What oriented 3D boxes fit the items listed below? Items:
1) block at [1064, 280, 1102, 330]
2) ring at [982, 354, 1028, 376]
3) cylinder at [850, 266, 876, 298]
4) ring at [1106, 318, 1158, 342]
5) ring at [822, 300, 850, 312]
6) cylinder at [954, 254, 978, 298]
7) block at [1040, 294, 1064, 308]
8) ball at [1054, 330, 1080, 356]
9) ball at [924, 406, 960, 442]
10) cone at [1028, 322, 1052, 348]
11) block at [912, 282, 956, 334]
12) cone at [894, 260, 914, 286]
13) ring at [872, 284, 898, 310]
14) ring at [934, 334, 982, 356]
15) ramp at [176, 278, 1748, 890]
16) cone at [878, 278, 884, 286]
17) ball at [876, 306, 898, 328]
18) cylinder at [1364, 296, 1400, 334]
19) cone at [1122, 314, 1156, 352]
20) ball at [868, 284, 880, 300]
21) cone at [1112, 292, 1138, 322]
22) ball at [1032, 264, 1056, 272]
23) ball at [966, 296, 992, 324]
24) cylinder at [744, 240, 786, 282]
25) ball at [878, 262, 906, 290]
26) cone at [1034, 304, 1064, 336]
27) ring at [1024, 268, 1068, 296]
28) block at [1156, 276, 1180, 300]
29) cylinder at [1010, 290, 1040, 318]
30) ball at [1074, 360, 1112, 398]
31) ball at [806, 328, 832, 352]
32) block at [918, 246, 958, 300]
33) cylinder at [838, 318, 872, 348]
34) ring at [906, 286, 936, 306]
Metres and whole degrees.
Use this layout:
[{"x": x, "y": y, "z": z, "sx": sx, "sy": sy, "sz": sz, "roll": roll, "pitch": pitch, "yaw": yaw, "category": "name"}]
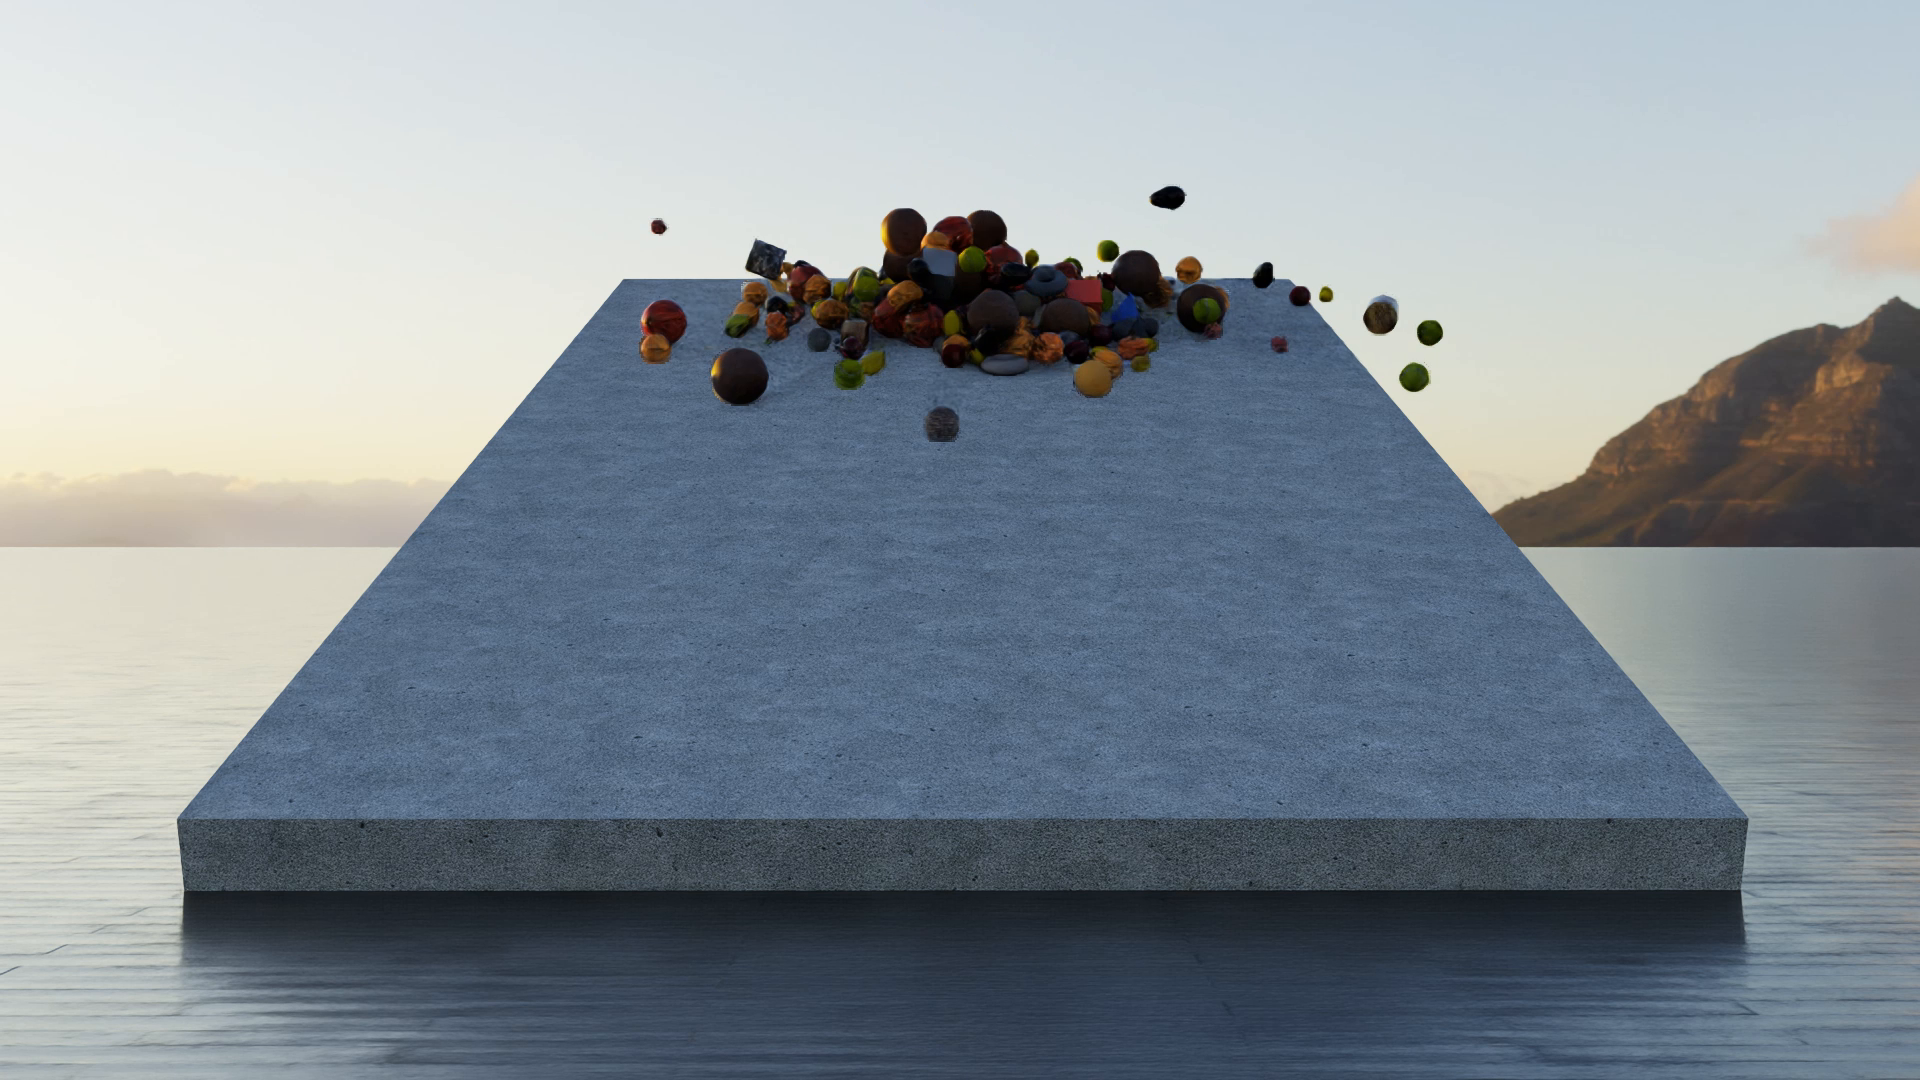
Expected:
[{"x": 0.326, "y": -0.622, "z": 5.880, "sx": 0.094, "sy": 0.094, "sz": 0.094, "roll": 1, "pitch": 44, "yaw": -1, "category": "block"}, {"x": 0.107, "y": -0.424, "z": 5.372, "sx": 0.112, "sy": 0.037, "sz": 0.112, "roll": -1, "pitch": 16, "yaw": 0, "category": "ring"}, {"x": -0.279, "y": -0.740, "z": 6.364, "sx": 0.079, "sy": 0.079, "sz": 0.079, "roll": 0, "pitch": 17, "yaw": -3, "category": "cylinder"}, {"x": 0.449, "y": -0.546, "z": 5.758, "sx": 0.137, "sy": 0.046, "sz": 0.137, "roll": -7, "pitch": 13, "yaw": 2, "category": "ring"}, {"x": -0.345, "y": -0.652, "z": 6.159, "sx": 0.075, "sy": 0.025, "sz": 0.075, "roll": -2, "pitch": 18, "yaw": 1, "category": "ring"}, {"x": -0.015, "y": -0.745, "z": 6.261, "sx": 0.097, "sy": 0.097, "sz": 0.097, "roll": 0, "pitch": -23, "yaw": -38, "category": "cylinder"}, {"x": 0.231, "y": -0.658, "z": 6.071, "sx": 0.063, "sy": 0.063, "sz": 0.063, "roll": 16, "pitch": -6, "yaw": 37, "category": "block"}, {"x": 0.270, "y": -0.495, "z": 5.560, "sx": 0.067, "sy": 0.067, "sz": 0.067, "roll": 0, "pitch": 0, "yaw": 0, "category": "ball"}, {"x": -0.038, "y": -0.245, "z": 4.700, "sx": 0.077, "sy": 0.077, "sz": 0.077, "roll": 0, "pitch": 0, "yaw": 0, "category": "ball"}, {"x": 0.206, "y": -0.534, "z": 5.694, "sx": 0.065, "sy": 0.065, "sz": 0.065, "roll": 0, "pitch": 17, "yaw": 0, "category": "cone"}, {"x": -0.067, "y": -0.614, "z": 5.812, "sx": 0.097, "sy": 0.097, "sz": 0.097, "roll": 9, "pitch": -41, "yaw": -3, "category": "block"}, {"x": -0.172, "y": -0.765, "z": 6.516, "sx": 0.089, "sy": 0.089, "sz": 0.089, "roll": 26, "pitch": -4, "yaw": -8, "category": "cone"}, {"x": -0.197, "y": -0.641, "z": 5.828, "sx": 0.078, "sy": 0.078, "sz": 0.026, "roll": 0, "pitch": -31, "yaw": 41, "category": "ring"}, {"x": -0.005, "y": -0.492, "z": 5.597, "sx": 0.122, "sy": 0.041, "sz": 0.122, "roll": 1, "pitch": 17, "yaw": 0, "category": "ring"}, {"x": -0.002, "y": -0.167, "z": 4.749, "sx": 2.000, "sy": 0.100, "sz": 4.000, "roll": 0, "pitch": 17, "yaw": 0, "category": "ramp"}, {"x": -0.228, "y": -0.731, "z": 6.380, "sx": 0.050, "sy": 0.050, "sz": 0.050, "roll": 1, "pitch": 16, "yaw": 0, "category": "cone"}, {"x": -0.196, "y": -0.595, "z": 5.908, "sx": 0.060, "sy": 0.060, "sz": 0.060, "roll": 0, "pitch": 0, "yaw": 0, "category": "ball"}, {"x": 1.115, "y": -0.596, "z": 5.858, "sx": 0.088, "sy": 0.088, "sz": 0.088, "roll": 0, "pitch": 17, "yaw": 15, "category": "cylinder"}, {"x": 0.456, "y": -0.534, "z": 5.653, "sx": 0.089, "sy": 0.089, "sz": 0.089, "roll": 0, "pitch": 17, "yaw": 0, "category": "cone"}, {"x": -0.232, "y": -0.696, "z": 6.256, "sx": 0.050, "sy": 0.050, "sz": 0.050, "roll": 0, "pitch": 0, "yaw": 0, "category": "ball"}, {"x": 0.453, "y": -0.629, "z": 5.946, "sx": 0.083, "sy": 0.083, "sz": 0.083, "roll": 5, "pitch": 33, "yaw": -3, "category": "cone"}, {"x": 0.234, "y": -0.726, "z": 6.115, "sx": 0.075, "sy": 0.075, "sz": 0.075, "roll": 0, "pitch": 0, "yaw": 0, "category": "ball"}, {"x": 0.051, "y": -0.622, "z": 5.976, "sx": 0.073, "sy": 0.073, "sz": 0.073, "roll": 0, "pitch": 0, "yaw": 0, "category": "ball"}, {"x": -0.556, "y": -0.801, "z": 6.342, "sx": 0.095, "sy": 0.095, "sz": 0.095, "roll": 20, "pitch": -2, "yaw": -6, "category": "cylinder"}, {"x": -0.198, "y": -0.763, "z": 6.426, "sx": 0.086, "sy": 0.086, "sz": 0.086, "roll": 0, "pitch": 0, "yaw": 0, "category": "ball"}, {"x": 0.220, "y": -0.567, "z": 5.852, "sx": 0.087, "sy": 0.087, "sz": 0.087, "roll": 0, "pitch": -11, "yaw": -18, "category": "cone"}, {"x": 0.226, "y": -0.677, "z": 5.826, "sx": 0.118, "sy": 0.039, "sz": 0.118, "roll": -2, "pitch": 34, "yaw": 2, "category": "ring"}, {"x": 0.597, "y": -0.722, "z": 6.347, "sx": 0.055, "sy": 0.055, "sz": 0.055, "roll": 6, "pitch": 18, "yaw": 19, "category": "block"}, {"x": 0.174, "y": -0.624, "z": 5.852, "sx": 0.069, "sy": 0.069, "sz": 0.069, "roll": -4, "pitch": 0, "yaw": -7, "category": "cylinder"}, {"x": 0.307, "y": -0.372, "z": 5.114, "sx": 0.086, "sy": 0.086, "sz": 0.086, "roll": 0, "pitch": 0, "yaw": 0, "category": "ball"}, {"x": -0.357, "y": -0.507, "z": 5.606, "sx": 0.062, "sy": 0.062, "sz": 0.062, "roll": 0, "pitch": 0, "yaw": 0, "category": "ball"}, {"x": -0.059, "y": -0.691, "z": 5.751, "sx": 0.090, "sy": 0.090, "sz": 0.090, "roll": 9, "pitch": -37, "yaw": -1, "category": "block"}, {"x": -0.269, "y": -0.530, "z": 5.682, "sx": 0.063, "sy": 0.063, "sz": 0.063, "roll": -29, "pitch": -11, "yaw": 21, "category": "cylinder"}, {"x": -0.102, "y": -0.627, "z": 5.704, "sx": 0.079, "sy": 0.026, "sz": 0.079, "roll": -5, "pitch": 33, "yaw": 3, "category": "ring"}]
